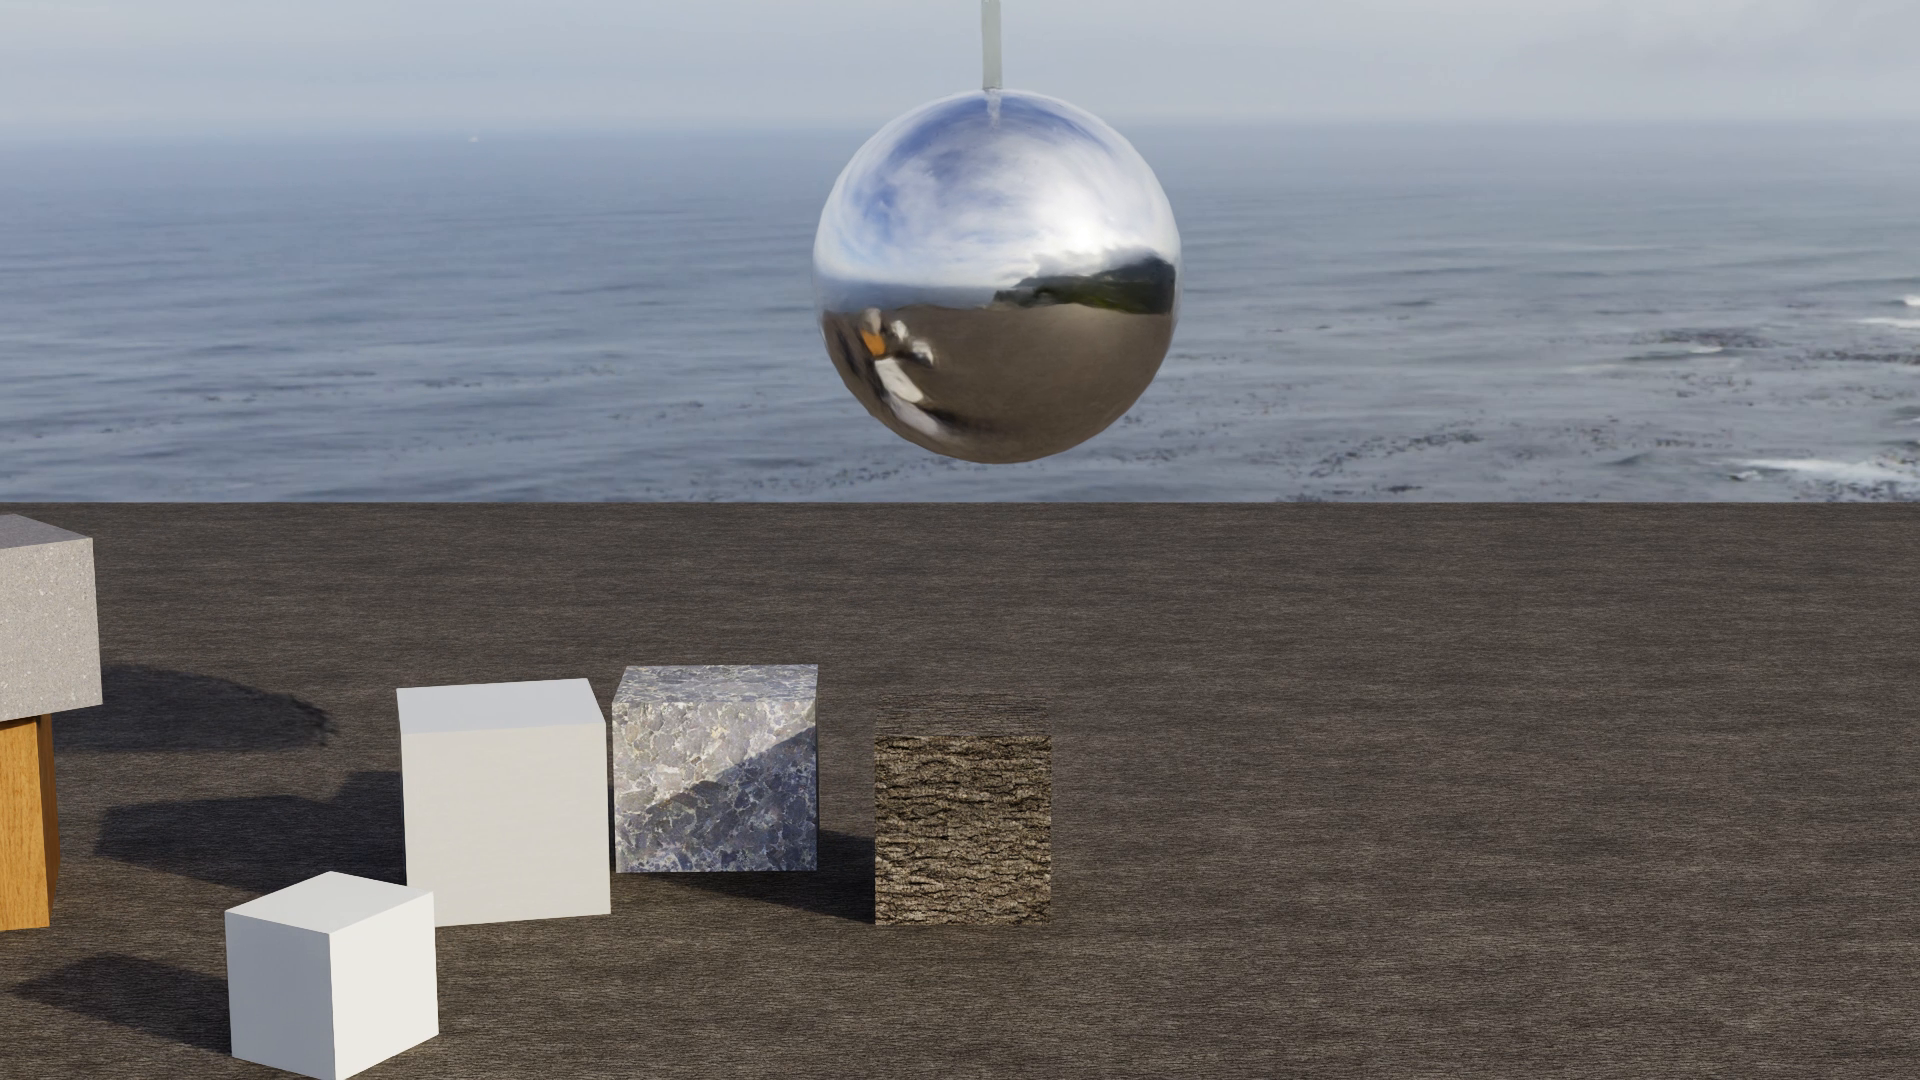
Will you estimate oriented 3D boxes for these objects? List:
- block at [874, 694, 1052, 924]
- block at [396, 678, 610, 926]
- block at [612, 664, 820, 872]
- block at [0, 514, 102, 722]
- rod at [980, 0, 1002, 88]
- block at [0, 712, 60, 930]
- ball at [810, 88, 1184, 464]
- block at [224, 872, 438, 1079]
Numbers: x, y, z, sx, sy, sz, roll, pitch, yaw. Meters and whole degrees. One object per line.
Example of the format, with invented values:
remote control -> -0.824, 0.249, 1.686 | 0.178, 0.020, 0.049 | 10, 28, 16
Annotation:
block -> 0.011, 1.142, 11.016 | 0.730, 0.812, 0.743 | 0, 10, 0
block -> -1.982, 1.119, 11.087 | 0.836, 0.832, 0.824 | -2, 11, -13
block -> -1.098, 1.032, 11.722 | 0.892, 0.776, 0.719 | 0, 10, -2
block -> -4.102, 0.332, 10.511 | 0.836, 0.696, 0.781 | -9, 14, -41
rod -> 0.069, -4.469, 10.368 | 0.080, 5.200, 0.080 | -1, 10, 0
block -> -4.342, 1.084, 10.961 | 0.845, 0.945, 0.981 | -3, 11, -16
ball -> 0.159, -1.125, 10.976 | 1.600, 1.600, 1.600 | 0, 10, 0
block -> -2.282, 1.579, 9.342 | 0.502, 0.550, 0.539 | 6, 12, 29
